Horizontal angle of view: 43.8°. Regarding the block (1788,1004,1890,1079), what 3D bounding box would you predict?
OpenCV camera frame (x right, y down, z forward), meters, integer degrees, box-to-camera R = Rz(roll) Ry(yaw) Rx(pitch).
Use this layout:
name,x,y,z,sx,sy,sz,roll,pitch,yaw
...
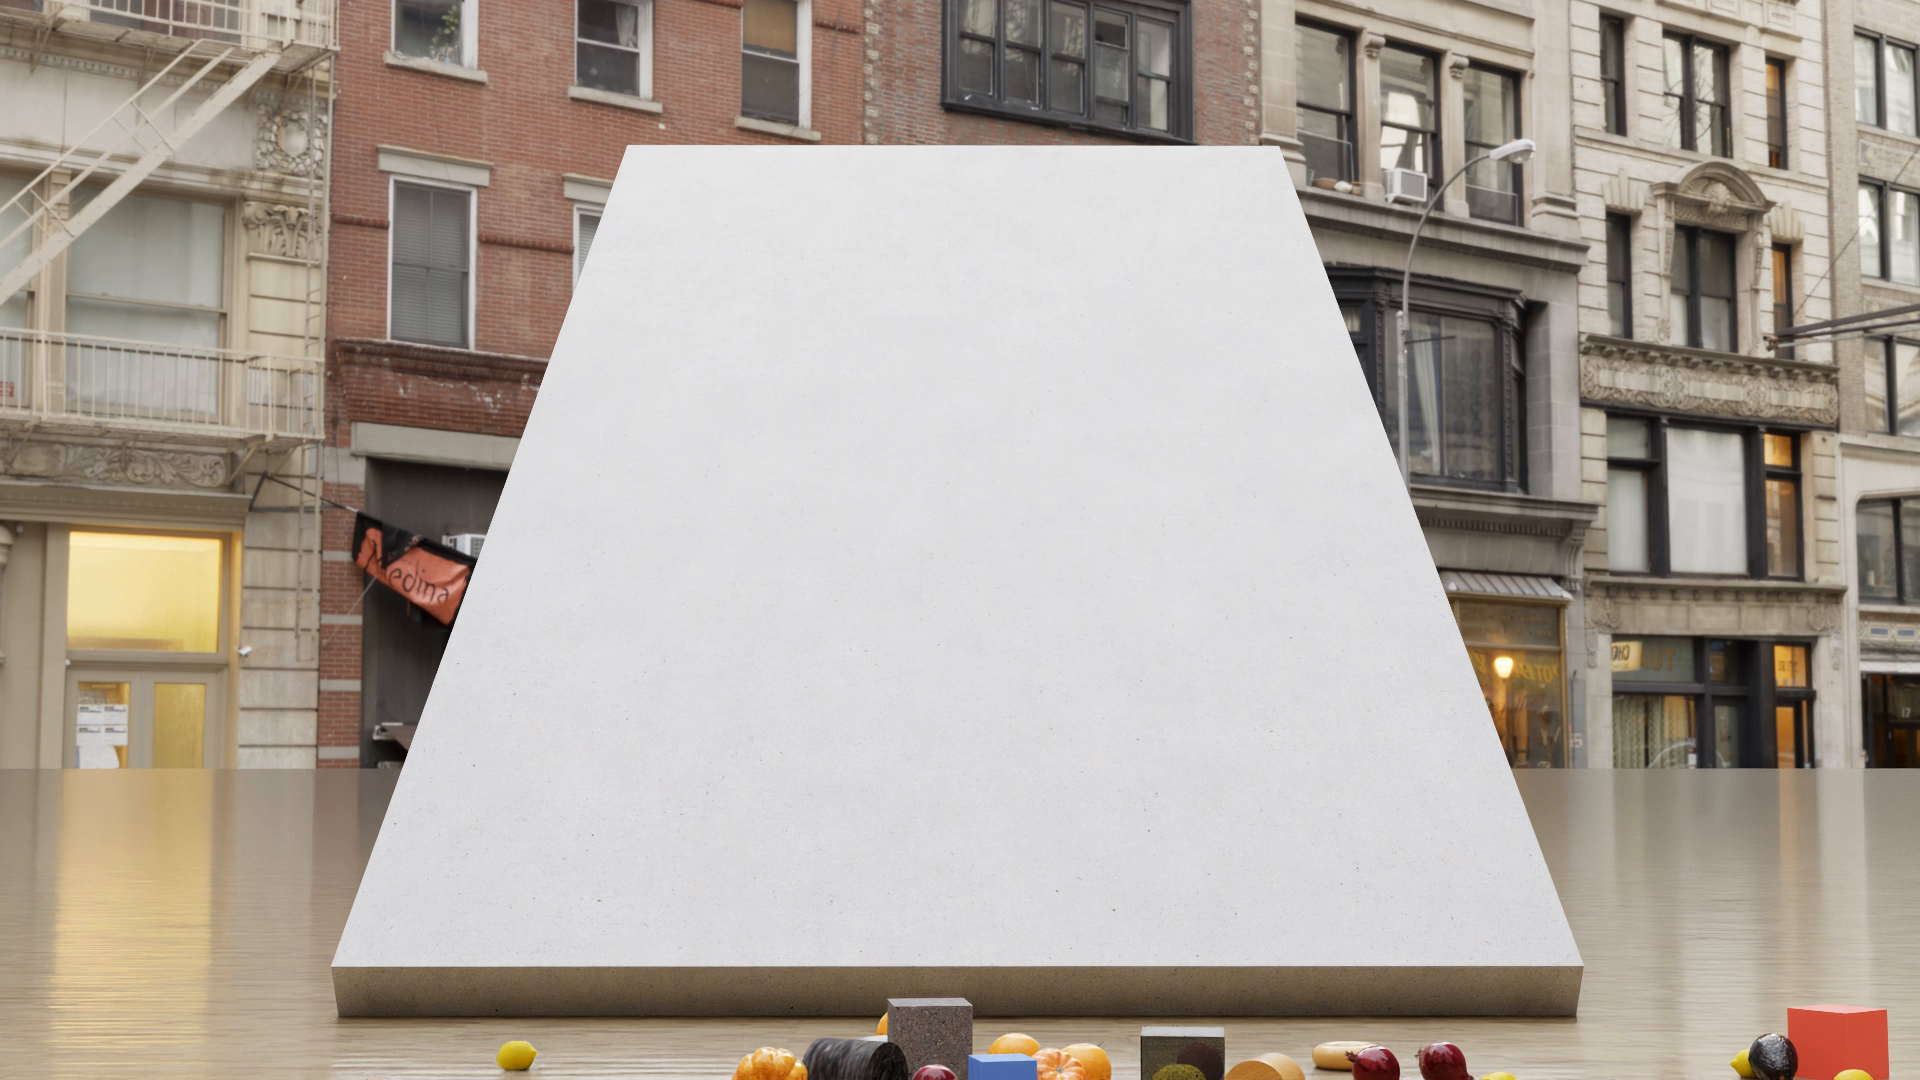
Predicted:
name,x,y,z,sx,sy,sz,roll,pitch,yaw
block,1.142,0.654,3.108,0.088,0.088,0.088,4,-6,-35

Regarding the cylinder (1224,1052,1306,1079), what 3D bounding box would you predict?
name,x,y,z,sx,sy,sz,roll,pitch,yaw
cylinder,0.343,0.620,2.688,0.077,0.077,0.077,-2,-6,24

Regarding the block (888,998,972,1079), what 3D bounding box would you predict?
name,x,y,z,sx,sy,sz,roll,pitch,yaw
block,-0.039,0.644,3.069,0.100,0.100,0.100,1,-5,-7

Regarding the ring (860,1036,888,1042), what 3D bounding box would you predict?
name,x,y,z,sx,sy,sz,roll,pitch,yaw
ring,-0.094,0.687,3.197,0.116,0.039,0.116,-1,-4,0

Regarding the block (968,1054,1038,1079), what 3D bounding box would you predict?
name,x,y,z,sx,sy,sz,roll,pitch,yaw
block,0.049,0.634,2.771,0.066,0.066,0.066,1,-5,-13

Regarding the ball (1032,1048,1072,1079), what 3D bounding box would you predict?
name,x,y,z,sx,sy,sz,roll,pitch,yaw
ball,0.111,0.656,2.957,0.055,0.055,0.055,0,-5,0

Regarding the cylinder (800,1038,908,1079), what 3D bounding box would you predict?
name,x,y,z,sx,sy,sz,roll,pitch,yaw
cylinder,-0.121,0.619,2.738,0.090,0.090,0.090,-3,-6,32

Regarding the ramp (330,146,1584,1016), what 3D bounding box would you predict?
name,x,y,z,sx,sy,sz,roll,pitch,yaw
ramp,-0.012,-0.221,5.599,2.000,0.100,4.000,0,28,0

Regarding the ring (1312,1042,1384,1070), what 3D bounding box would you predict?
name,x,y,z,sx,sy,sz,roll,pitch,yaw
ring,0.519,0.691,3.202,0.095,0.032,0.095,-1,-6,0

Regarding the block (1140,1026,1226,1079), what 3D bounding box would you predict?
name,x,y,z,sx,sy,sz,roll,pitch,yaw
block,0.259,0.619,2.771,0.096,0.096,0.096,-1,-5,6
